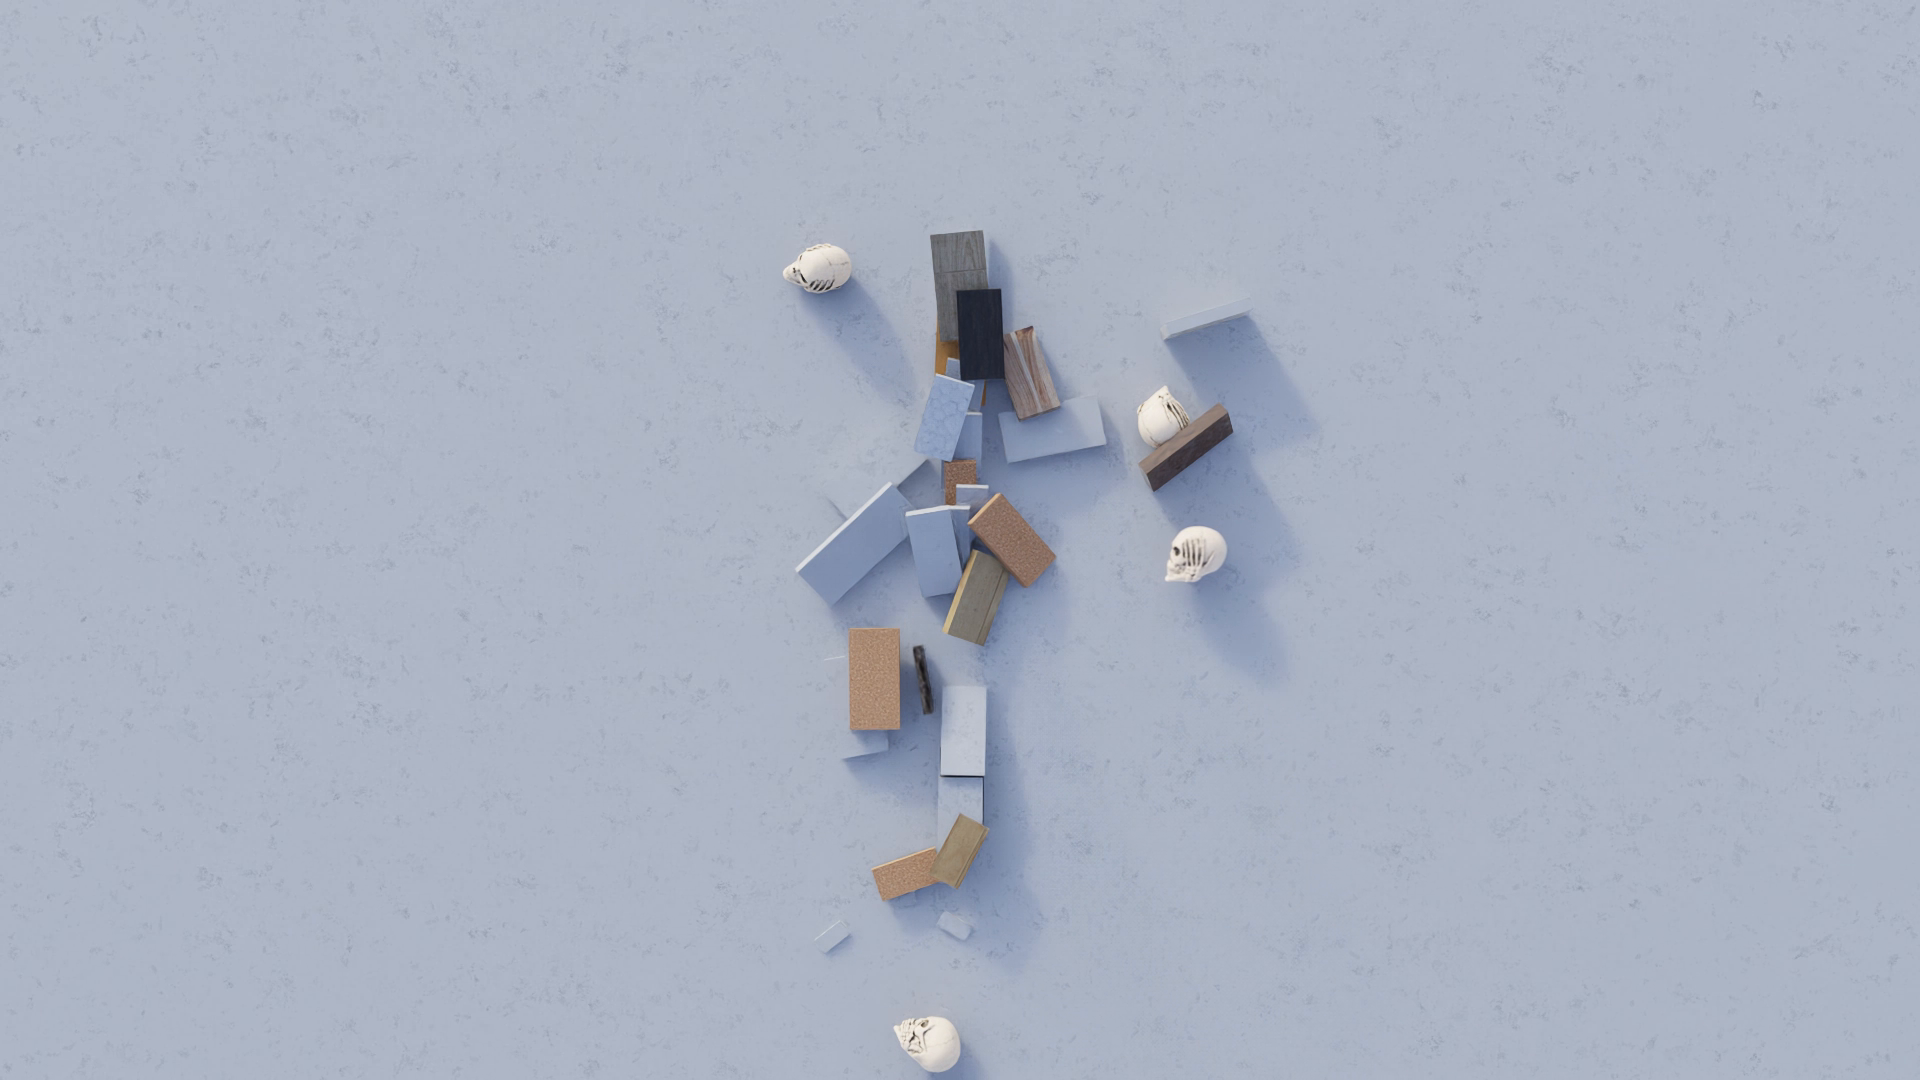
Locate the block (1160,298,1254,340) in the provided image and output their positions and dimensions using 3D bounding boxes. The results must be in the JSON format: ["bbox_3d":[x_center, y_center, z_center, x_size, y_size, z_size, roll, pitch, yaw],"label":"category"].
[{"bbox_3d":[0.811,-0.727,5.428,0.288,0.144,0.041,-17,90,0],"label":"block"}]

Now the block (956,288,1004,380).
[{"bbox_3d":[0.067,-0.665,5.334,0.144,0.041,0.288,-3,102,0],"label":"block"}]

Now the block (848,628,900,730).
[{"bbox_3d":[-0.281,0.456,5.430,0.165,0.047,0.330,-1,90,0],"label":"block"}]

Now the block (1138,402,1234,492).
[{"bbox_3d":[0.742,-0.303,5.415,0.332,0.166,0.047,-37,65,0],"label":"block"}]

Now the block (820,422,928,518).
[{"bbox_3d":[-0.284,-0.222,5.476,0.332,0.047,0.166,-42,90,0],"label":"block"}]

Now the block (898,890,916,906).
[{"bbox_3d":[-0.184,1.161,5.492,0.054,0.015,0.108,-13,90,0],"label":"block"}]

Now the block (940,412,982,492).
[{"bbox_3d":[0.005,-0.290,5.443,0.131,0.037,0.262,1,107,0],"label":"block"}]

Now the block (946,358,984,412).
[{"bbox_3d":[0.004,-0.460,5.430,0.131,0.037,0.262,9,107,-2],"label":"block"}]

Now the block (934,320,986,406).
[{"bbox_3d":[0.006,-0.621,5.440,0.171,0.049,0.343,3,102,0],"label":"block"}]

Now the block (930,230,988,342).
[{"bbox_3d":[0.005,-0.824,5.346,0.171,0.049,0.343,-5,102,2],"label":"block"}]

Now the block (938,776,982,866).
[{"bbox_3d":[0.002,0.926,5.438,0.145,0.041,0.291,0,90,0],"label":"block"}]

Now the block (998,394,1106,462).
[{"bbox_3d":[0.305,-0.368,5.476,0.332,0.047,0.166,-11,90,0],"label":"block"}]

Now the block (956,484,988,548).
[{"bbox_3d":[0.037,-0.080,5.448,0.104,0.029,0.208,2,112,0],"label":"block"}]

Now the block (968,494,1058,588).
[{"bbox_3d":[0.172,0.002,5.426,0.145,0.041,0.291,-46,106,-13],"label":"block"}]

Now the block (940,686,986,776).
[{"bbox_3d":[0.012,0.632,5.449,0.145,0.041,0.291,1,78,0],"label":"block"}]

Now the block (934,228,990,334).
[{"bbox_3d":[0.008,-0.853,5.476,0.171,0.049,0.343,3,90,0],"label":"block"}]

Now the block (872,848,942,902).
[{"bbox_3d":[-0.171,1.107,5.469,0.221,0.031,0.110,-19,90,-3],"label":"block"}]

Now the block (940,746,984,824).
[{"bbox_3d":[0.006,0.831,5.479,0.145,0.041,0.291,0,90,0],"label":"block"}]

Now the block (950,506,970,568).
[{"bbox_3d":[-0.018,-0.010,5.444,0.104,0.029,0.208,1,112,4],"label":"block"}]

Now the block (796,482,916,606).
[{"bbox_3d":[-0.330,0.013,5.450,0.425,0.047,0.165,-43,109,0],"label":"block"}]

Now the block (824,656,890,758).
[{"bbox_3d":[-0.343,0.547,5.477,0.165,0.047,0.330,-10,90,0],"label":"block"}]

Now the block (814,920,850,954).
[{"bbox_3d":[-0.425,1.322,5.492,0.108,0.015,0.054,-38,90,0],"label":"block"}]

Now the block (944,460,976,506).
[{"bbox_3d":[0.003,-0.161,5.448,0.104,0.029,0.208,-1,112,0],"label":"block"}]

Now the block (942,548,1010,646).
[{"bbox_3d":[0.060,0.191,5.448,0.145,0.041,0.291,20,90,-28],"label":"block"}]

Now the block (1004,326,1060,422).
[{"bbox_3d":[0.218,-0.550,5.453,0.144,0.041,0.288,-18,80,-1],"label":"block"}]

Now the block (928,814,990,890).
[{"bbox_3d":[-0.004,1.019,5.402,0.110,0.031,0.221,28,90,0],"label":"block"}]

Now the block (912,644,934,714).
[{"bbox_3d":[-0.120,0.460,5.445,0.031,0.110,0.221,-10,90,1],"label":"block"}]

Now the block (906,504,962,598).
[{"bbox_3d":[-0.079,0.038,5.425,0.145,0.041,0.291,-9,111,4],"label":"block"}]

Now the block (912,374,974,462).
[{"bbox_3d":[-0.053,-0.397,5.371,0.131,0.037,0.262,16,107,-5],"label":"block"}]

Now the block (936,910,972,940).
[{"bbox_3d":[-0.018,1.284,5.492,0.108,0.015,0.054,30,90,0],"label":"block"}]
